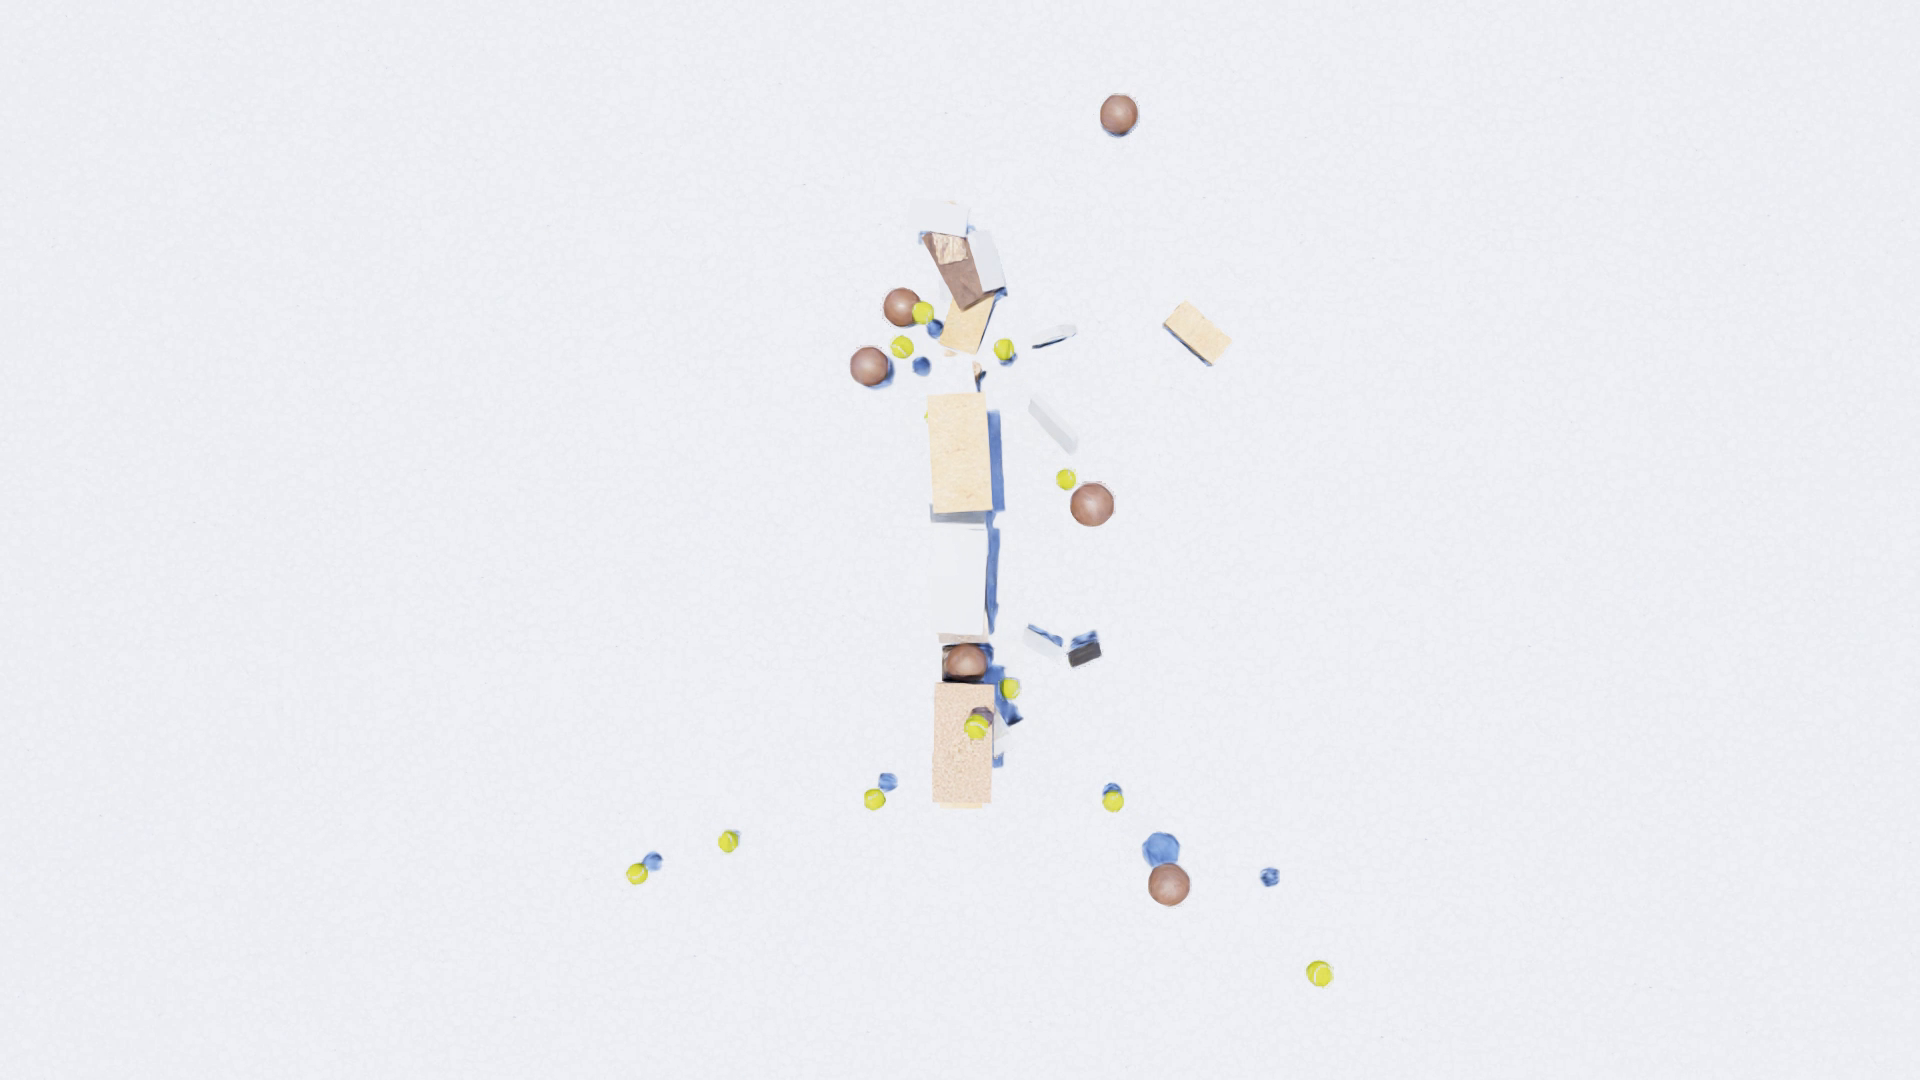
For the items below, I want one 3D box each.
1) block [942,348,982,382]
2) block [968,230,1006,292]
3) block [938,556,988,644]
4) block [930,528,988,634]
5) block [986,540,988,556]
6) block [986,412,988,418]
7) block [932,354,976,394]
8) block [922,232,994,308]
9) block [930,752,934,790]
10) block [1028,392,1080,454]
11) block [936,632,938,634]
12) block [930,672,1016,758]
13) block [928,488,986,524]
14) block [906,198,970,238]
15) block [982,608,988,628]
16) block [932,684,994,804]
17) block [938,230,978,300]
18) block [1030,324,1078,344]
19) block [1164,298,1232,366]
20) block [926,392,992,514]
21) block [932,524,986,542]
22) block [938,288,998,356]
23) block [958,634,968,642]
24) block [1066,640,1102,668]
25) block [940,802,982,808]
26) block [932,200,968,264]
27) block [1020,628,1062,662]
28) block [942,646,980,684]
[{"bbox_3d":[0.006,-0.565,5.374,0.126,0.252,0.036,26,89,0],"label":"block"},{"bbox_3d":[0.084,-0.886,5.240,0.026,0.092,0.185,-11,99,37],"label":"block"},{"bbox_3d":[0.008,0.165,5.166,0.156,0.044,0.312,-1,90,0],"label":"block"},{"bbox_3d":[-0.003,0.121,4.817,0.152,0.043,0.304,3,90,0],"label":"block"},{"bbox_3d":[0.008,0.027,4.991,0.152,0.304,0.043,0,89,0],"label":"block"},{"bbox_3d":[-0.003,-0.318,4.947,0.169,0.338,0.048,-3,81,0],"label":"block"},{"bbox_3d":[-0.010,-0.455,5.229,0.126,0.036,0.252,-9,90,0],"label":"block"},{"bbox_3d":[-0.005,-0.887,5.280,0.130,0.037,0.259,-27,103,9],"label":"block"},{"bbox_3d":[-0.001,0.705,5.021,0.173,0.346,0.049,2,93,0],"label":"block"},{"bbox_3d":[0.307,-0.381,5.418,0.029,0.104,0.208,-38,73,-16],"label":"block"},{"bbox_3d":[0.002,0.275,5.344,0.156,0.312,0.044,0,90,0],"label":"block"},{"bbox_3d":[0.036,0.552,5.045,0.173,0.374,0.049,-27,118,-1],"label":"block"},{"bbox_3d":[-0.006,-0.100,4.947,0.169,0.338,0.048,1,81,0],"label":"block"},{"bbox_3d":[-0.068,-1.015,5.189,0.185,0.026,0.092,11,101,5],"label":"block"},{"bbox_3d":[0.003,0.238,4.991,0.152,0.304,0.043,-2,90,0],"label":"block"},{"bbox_3d":[0.008,0.596,4.835,0.173,0.049,0.346,1,82,0],"label":"block"},{"bbox_3d":[-0.004,-0.896,5.393,0.130,0.259,0.037,0,47,0],"label":"block"},{"bbox_3d":[0.306,-0.671,5.384,0.104,0.208,0.029,-18,91,20],"label":"block"},{"bbox_3d":[0.780,-0.682,5.412,0.208,0.029,0.104,41,86,-4],"label":"block"},{"bbox_3d":[-0.002,-0.251,4.752,0.169,0.048,0.338,-3,90,0],"label":"block"},{"bbox_3d":[-0.003,-0.160,5.141,0.167,0.047,0.335,0,90,0],"label":"block"},{"bbox_3d":[0.029,-0.749,5.422,0.130,0.037,0.259,17,116,-4],"label":"block"},{"bbox_3d":[0.017,0.284,5.091,0.015,0.103,0.051,26,88,-4],"label":"block"},{"bbox_3d":[0.377,0.346,4.991,0.103,0.015,0.051,-22,121,-12],"label":"block"},{"bbox_3d":[0.004,0.713,5.214,0.134,0.038,0.267,0,90,0],"label":"block"},{"bbox_3d":[-0.039,-0.972,5.221,0.092,0.026,0.185,-11,98,8],"label":"block"},{"bbox_3d":[0.257,0.331,5.207,0.015,0.183,0.051,15,98,-38],"label":"block"},{"bbox_3d":[0.005,0.458,5.239,0.121,0.034,0.242,0,90,-1],"label":"block"}]
